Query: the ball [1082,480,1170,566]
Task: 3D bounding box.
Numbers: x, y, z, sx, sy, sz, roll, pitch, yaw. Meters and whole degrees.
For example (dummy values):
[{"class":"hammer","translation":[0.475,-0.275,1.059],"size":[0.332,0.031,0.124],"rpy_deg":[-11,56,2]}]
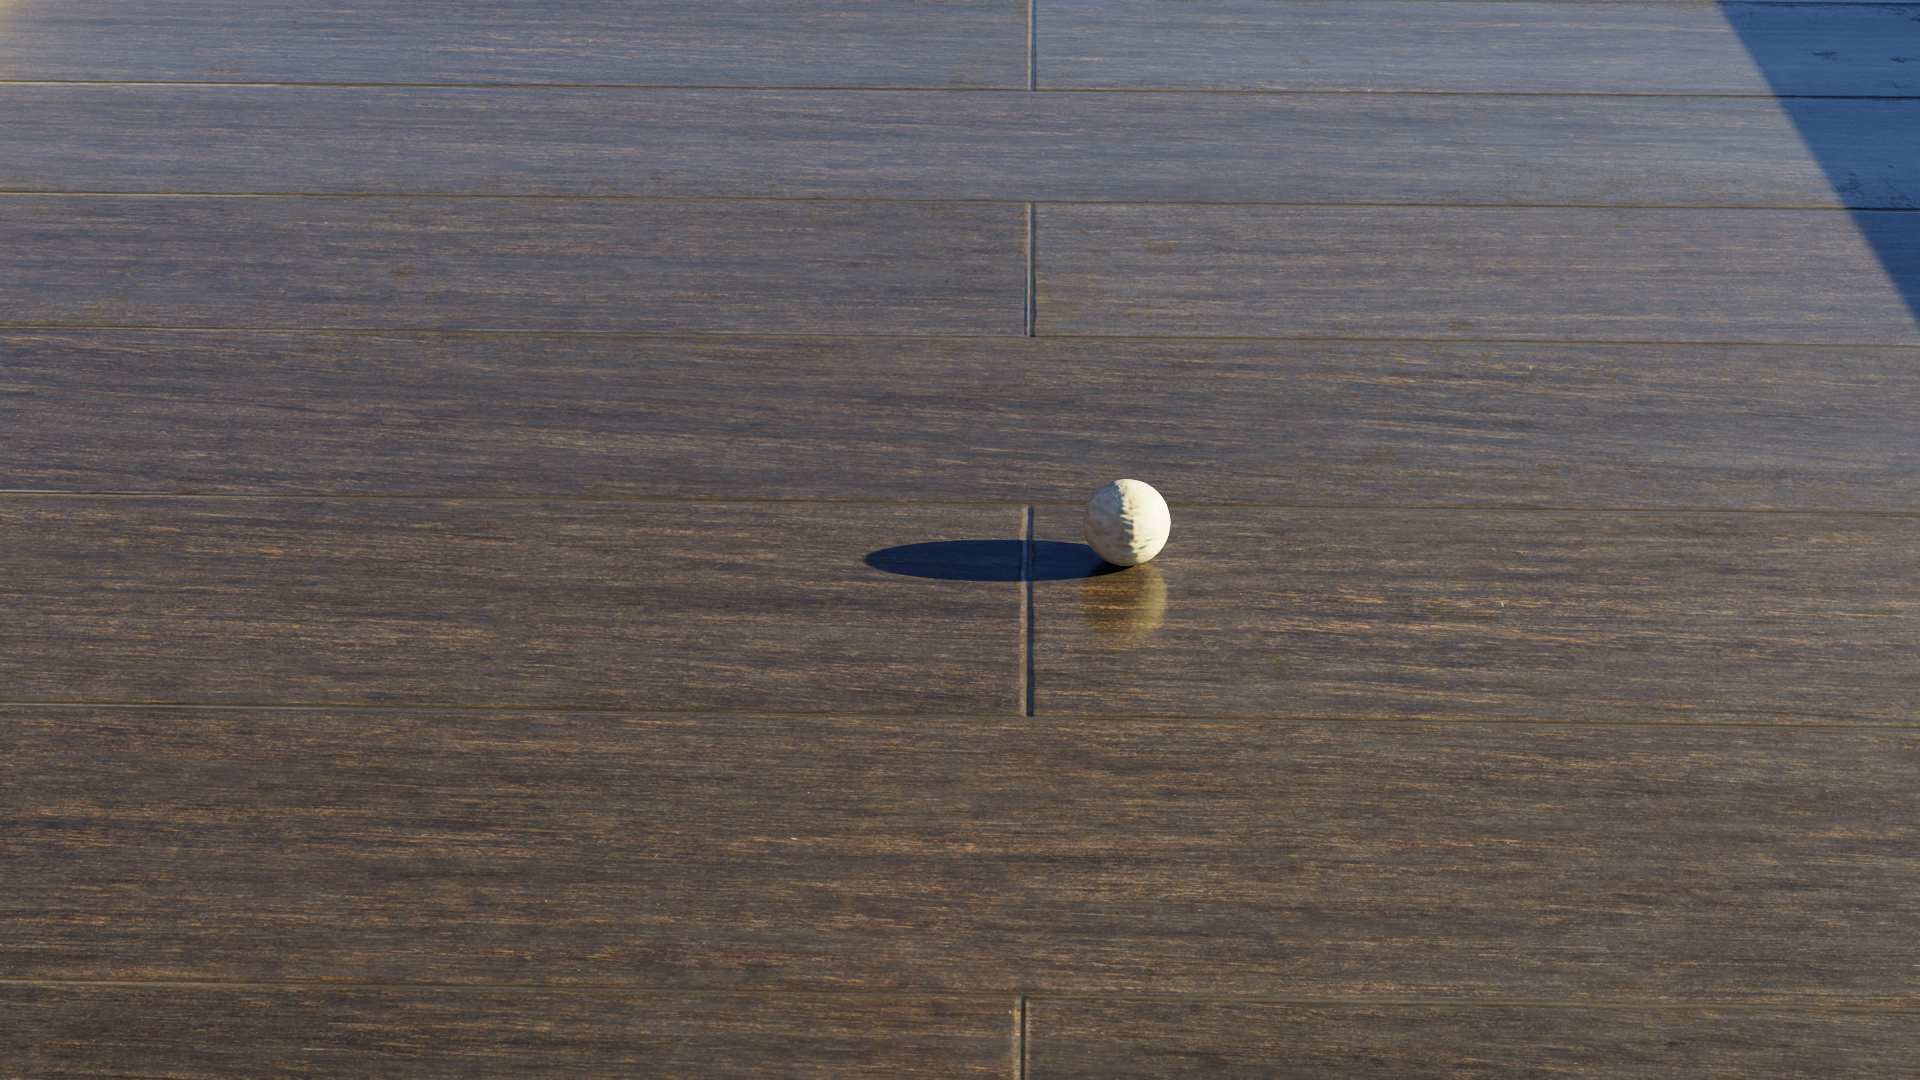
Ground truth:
[{"class":"ball","translation":[0.100,-0.010,1.769],"size":[0.053,0.053,0.053],"rpy_deg":[0,29,0]}]
